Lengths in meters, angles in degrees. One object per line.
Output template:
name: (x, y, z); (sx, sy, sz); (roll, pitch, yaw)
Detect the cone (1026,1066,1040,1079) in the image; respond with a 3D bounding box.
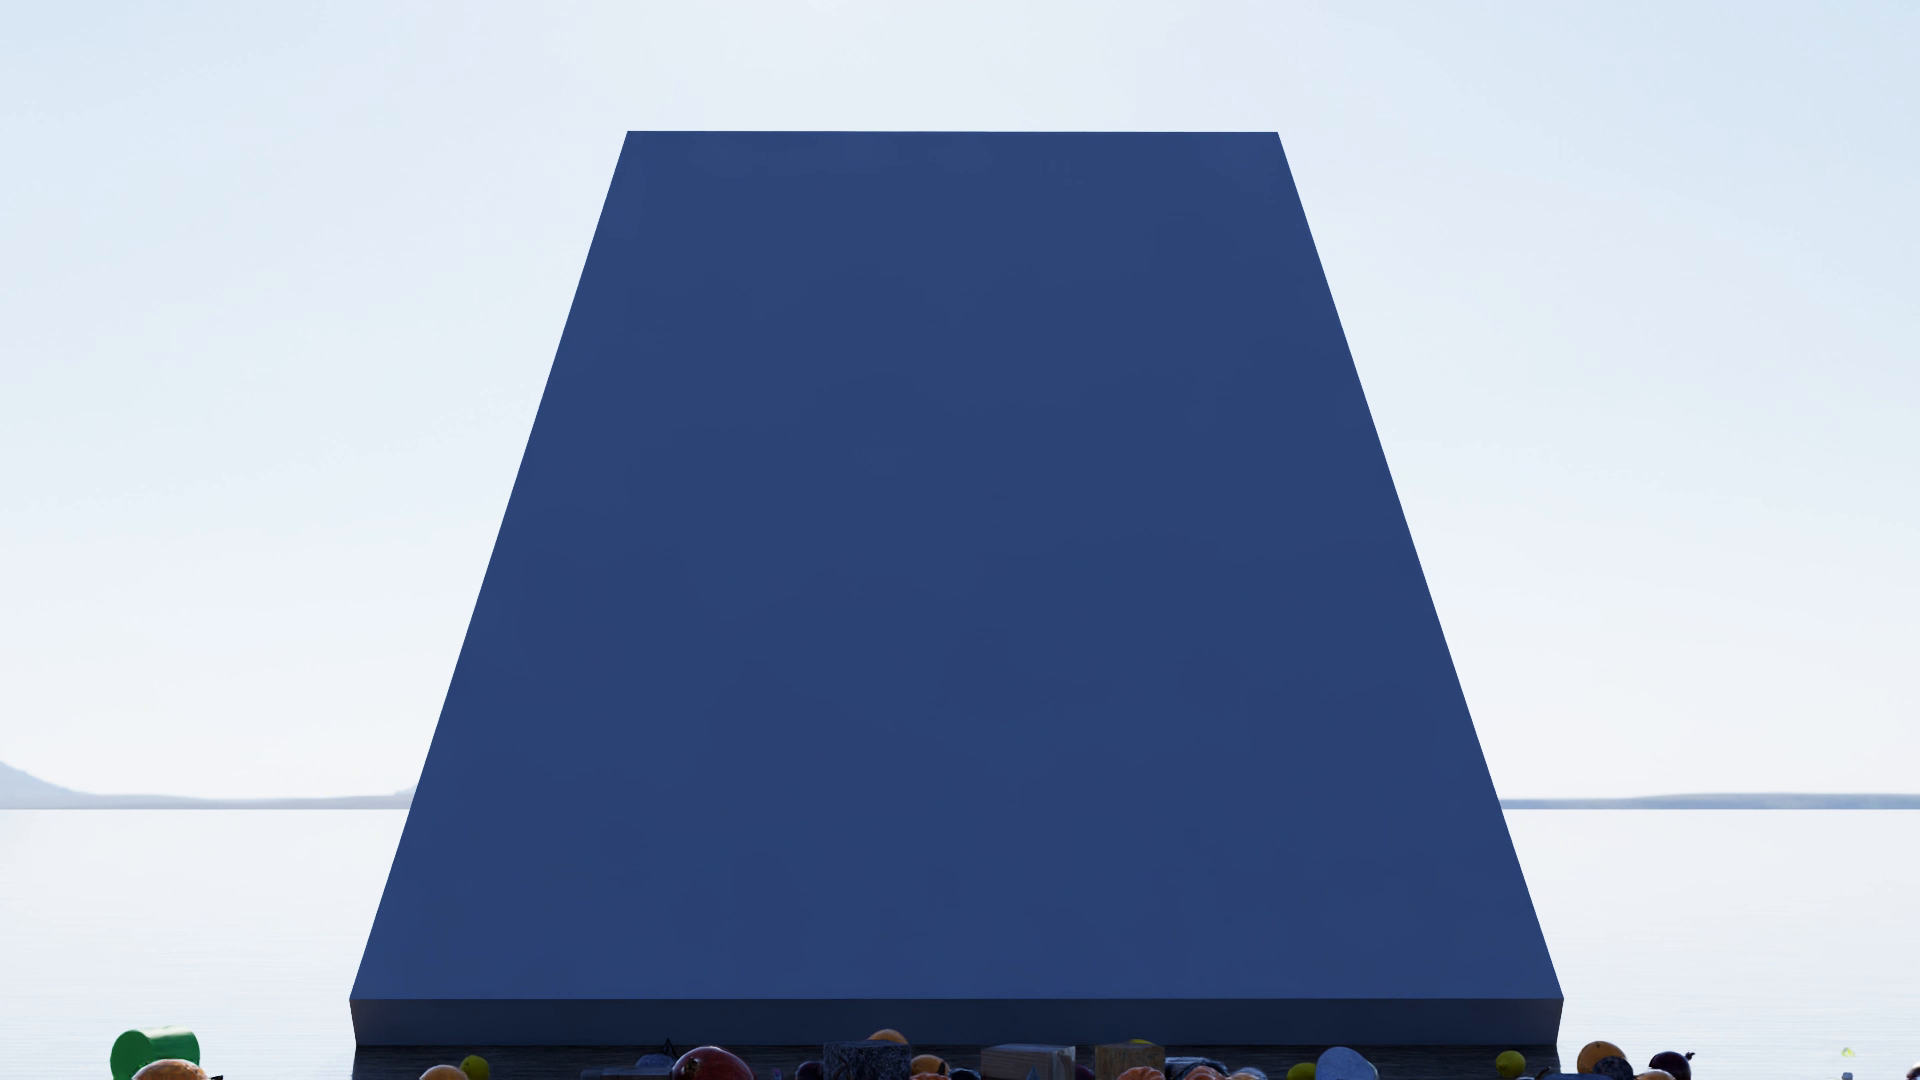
cone: (0.088, 0.675, 2.906); (0.087, 0.087, 0.087); (0, -6, 0)

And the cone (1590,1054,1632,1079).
cone: (0.910, 0.755, 3.355); (0.058, 0.058, 0.058); (-4, -42, 32)

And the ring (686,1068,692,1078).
ring: (-0.422, 0.765, 3.451); (0.079, 0.026, 0.079); (0, -8, 0)

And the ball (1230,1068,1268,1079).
ball: (0.378, 0.718, 3.161); (0.056, 0.056, 0.056); (0, -6, 0)

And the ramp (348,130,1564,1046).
ramp: (-0.013, -0.208, 5.733); (2.000, 0.100, 4.000); (0, 30, 0)

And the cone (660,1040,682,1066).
cone: (-0.388, 0.706, 3.210); (0.091, 0.091, 0.091); (0, -6, 0)

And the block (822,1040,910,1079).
block: (-0.122, 0.702, 3.155); (0.088, 0.088, 0.088); (3, -7, -24)

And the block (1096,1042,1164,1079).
block: (0.235, 0.732, 3.337); (0.068, 0.068, 0.068); (5, -8, -41)

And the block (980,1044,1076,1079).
block: (0.087, 0.691, 3.069); (0.091, 0.091, 0.091); (-3, -7, 25)

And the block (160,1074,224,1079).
block: (-0.973, 0.708, 3.062); (0.056, 0.056, 0.056); (-1, -6, 9)

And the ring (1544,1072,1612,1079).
ring: (0.839, 0.742, 3.275); (0.103, 0.034, 0.103); (1, -7, 0)

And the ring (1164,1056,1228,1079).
ring: (0.318, 0.754, 3.419); (0.123, 0.041, 0.123); (0, -8, 0)

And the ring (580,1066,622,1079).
ring: (-0.504, 0.766, 3.450); (0.075, 0.025, 0.075); (1, -7, 0)

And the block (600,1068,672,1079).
block: (-0.388, 0.678, 2.899); (0.080, 0.080, 0.080); (0, -6, -3)
